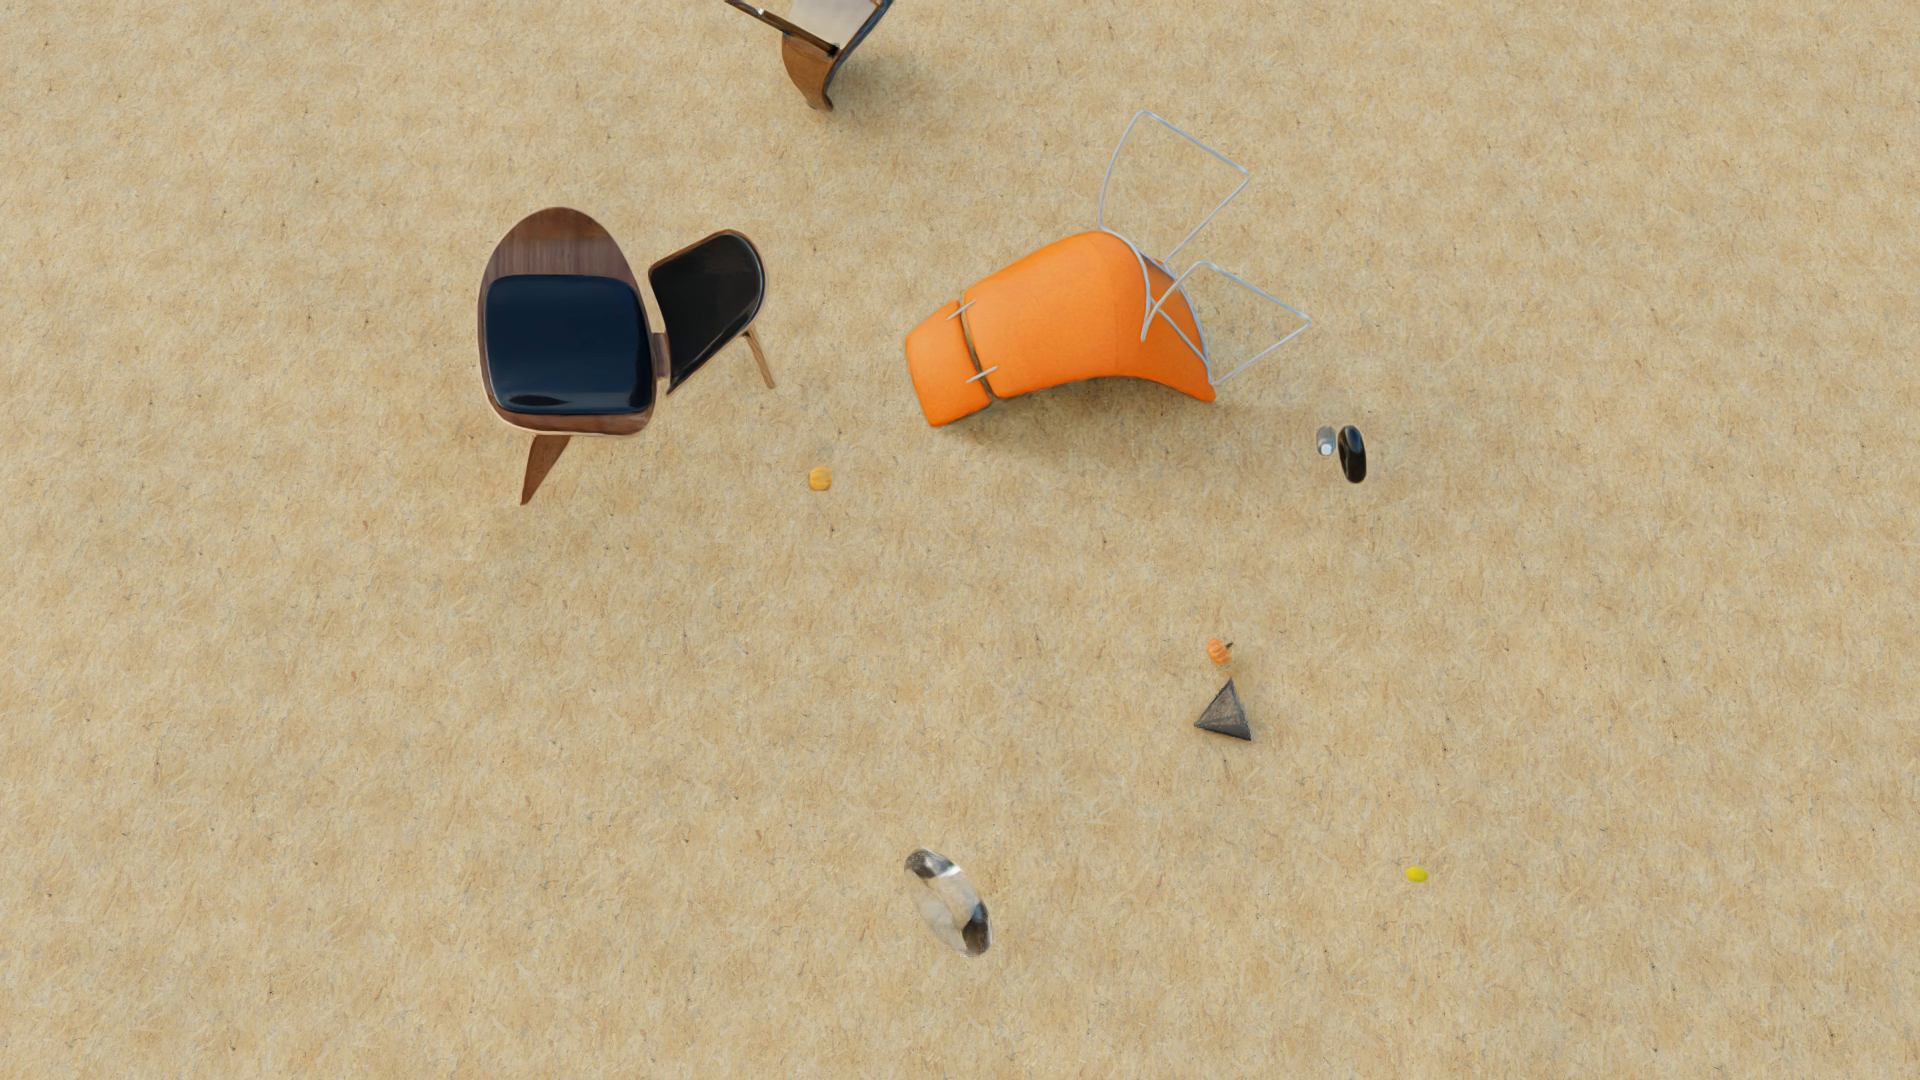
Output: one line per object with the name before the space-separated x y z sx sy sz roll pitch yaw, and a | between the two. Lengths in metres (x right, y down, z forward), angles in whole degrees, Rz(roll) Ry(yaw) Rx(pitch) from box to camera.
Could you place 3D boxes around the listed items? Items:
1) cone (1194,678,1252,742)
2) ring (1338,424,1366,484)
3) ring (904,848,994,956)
cone | 0.727 0.502 6.210 0.144 0.096 0.206 -20 58 9
ring | 1.131 -0.247 6.337 0.056 0.217 0.125 -17 48 0
ring | -0.030 0.946 5.743 0.084 0.328 0.324 -33 56 -24
